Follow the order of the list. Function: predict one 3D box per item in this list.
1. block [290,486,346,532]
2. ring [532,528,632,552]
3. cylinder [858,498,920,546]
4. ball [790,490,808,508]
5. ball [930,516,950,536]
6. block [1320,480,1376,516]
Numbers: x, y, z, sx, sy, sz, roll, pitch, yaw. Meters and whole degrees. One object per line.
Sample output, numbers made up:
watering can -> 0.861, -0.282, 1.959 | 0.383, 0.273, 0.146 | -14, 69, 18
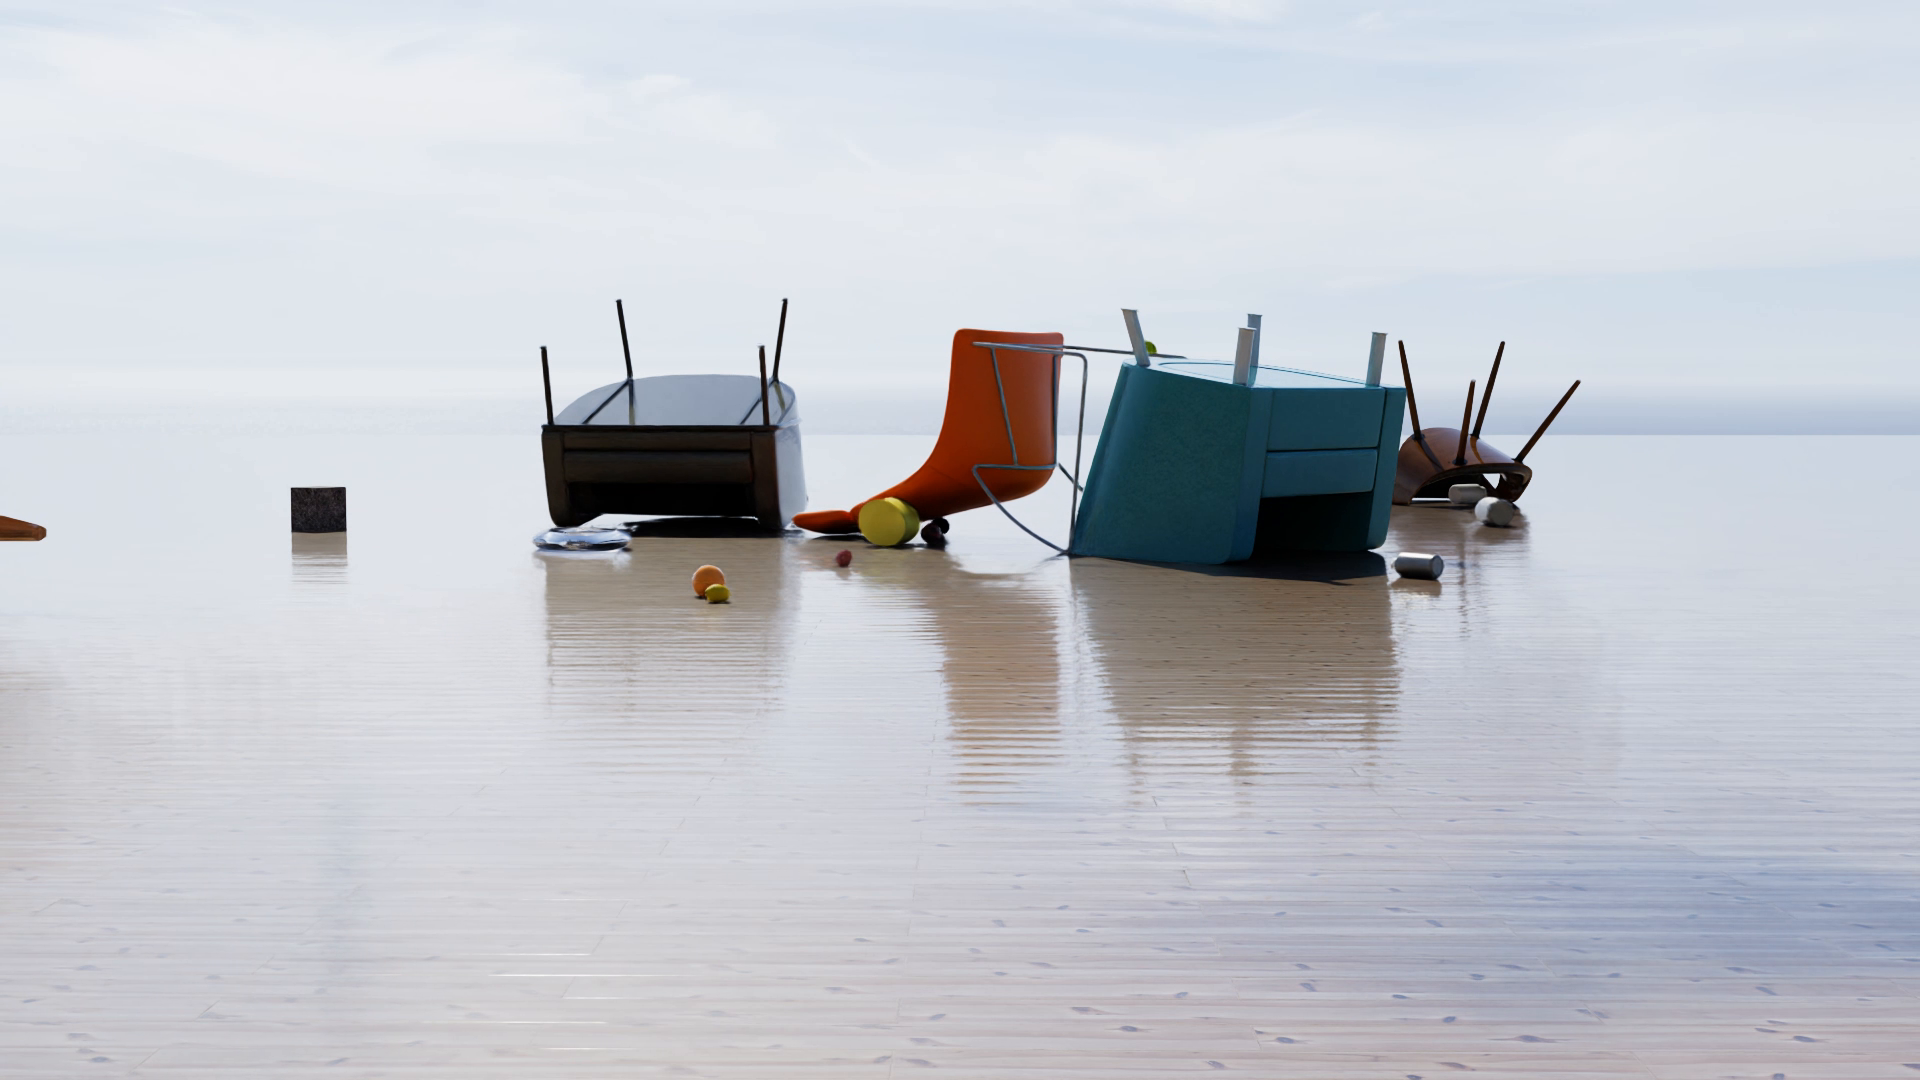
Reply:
block -> -2.053, -0.102, 7.039 | 0.122, 0.135, 0.121 | 3, 5, 33
ring -> -1.068, -0.002, 6.198 | 0.258, 0.053, 0.363 | -4, 5, -35
cylinder -> -0.204, -0.053, 6.335 | 0.147, 0.129, 0.136 | 33, 13, 12
ball -> -0.603, -0.150, 8.240 | 0.067, 0.067, 0.067 | 0, 4, 0
ball -> -0.062, -0.043, 6.762 | 0.057, 0.057, 0.057 | 0, 4, 0
block -> 1.384, -0.153, 7.859 | 0.194, 0.125, 0.085 | 1, 4, 9
